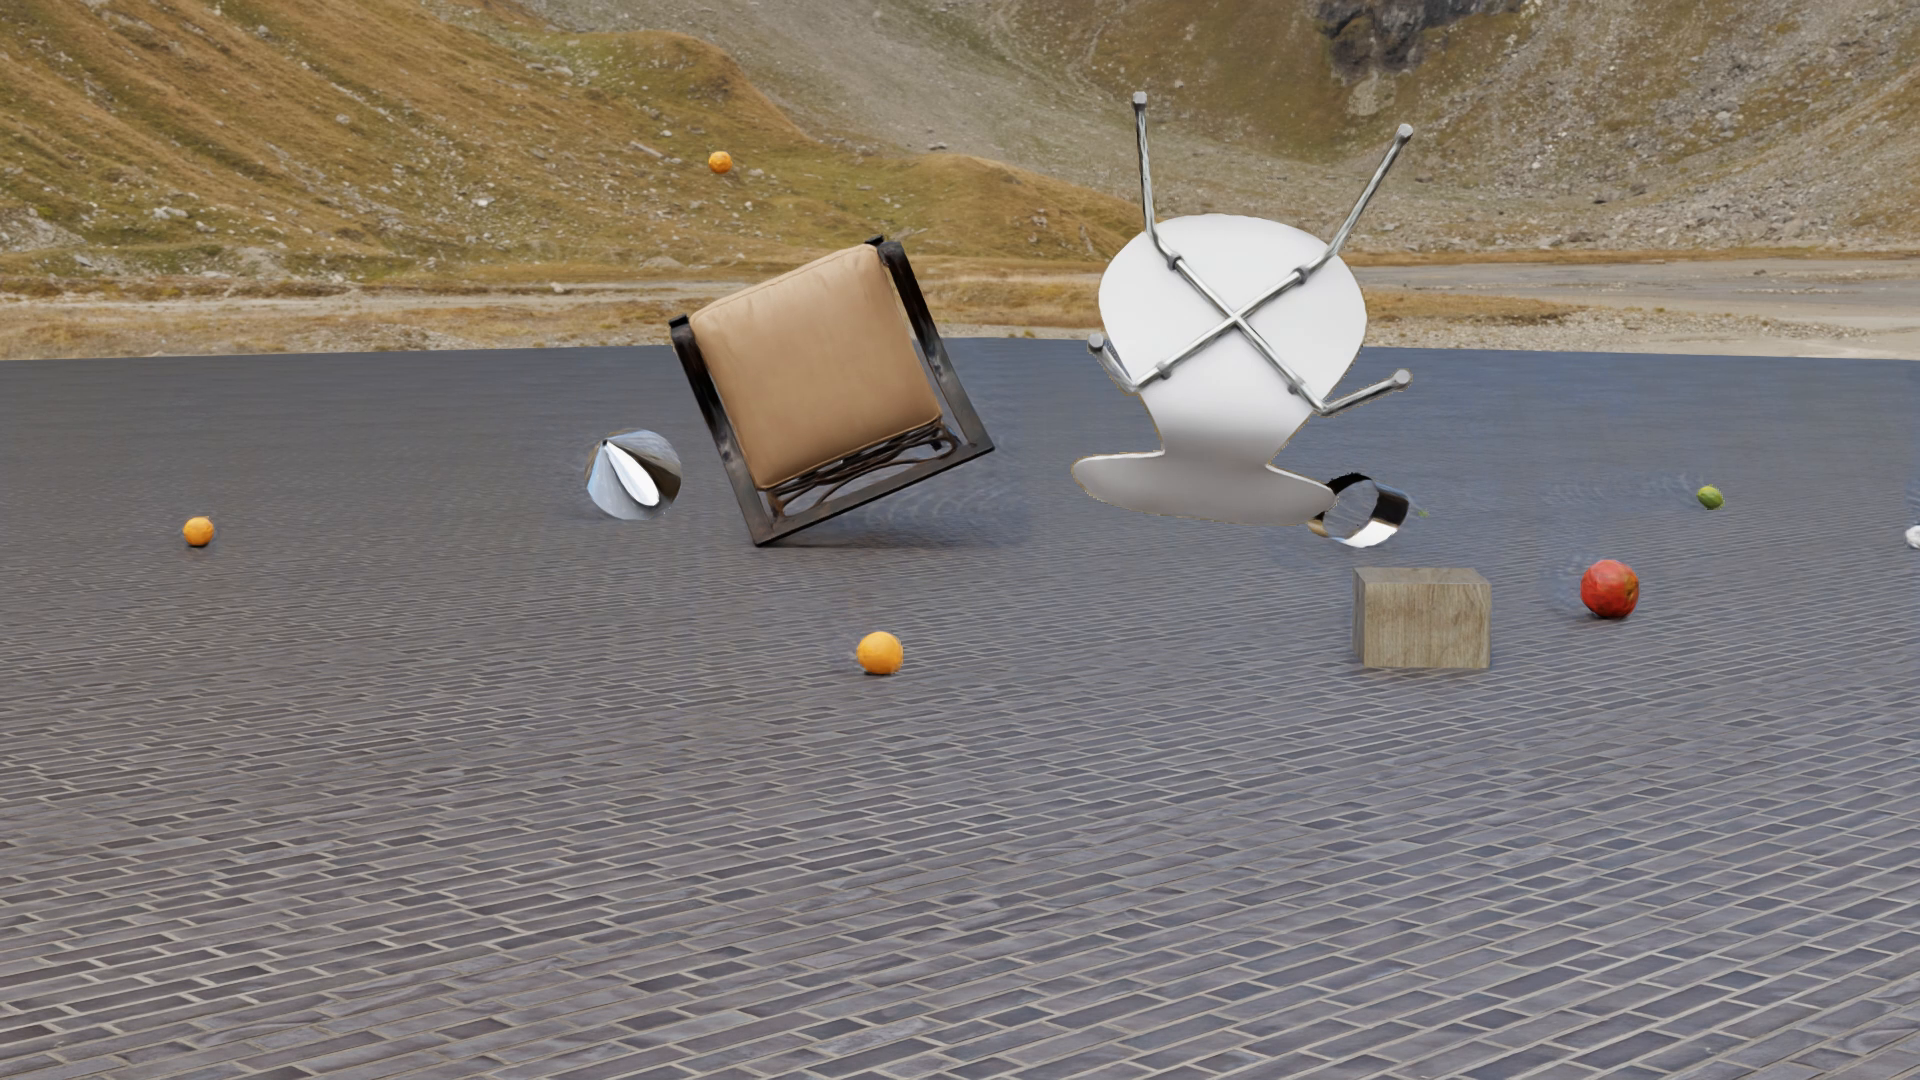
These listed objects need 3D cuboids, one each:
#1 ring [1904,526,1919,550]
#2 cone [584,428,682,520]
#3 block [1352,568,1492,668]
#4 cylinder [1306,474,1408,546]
[{"bbox_3d":[2.336,-0.005,6.209,0.089,0.029,0.116,-10,22,1],"label":"ring"},{"bbox_3d":[-0.921,-0.225,6.913,0.325,0.257,0.202,40,-9,30],"label":"cone"},{"bbox_3d":[0.796,0.132,4.442,0.210,0.142,0.244,0,6,4],"label":"block"},{"bbox_3d":[0.959,-0.071,6.198,0.112,0.149,0.224,15,-26,-39],"label":"cylinder"}]
